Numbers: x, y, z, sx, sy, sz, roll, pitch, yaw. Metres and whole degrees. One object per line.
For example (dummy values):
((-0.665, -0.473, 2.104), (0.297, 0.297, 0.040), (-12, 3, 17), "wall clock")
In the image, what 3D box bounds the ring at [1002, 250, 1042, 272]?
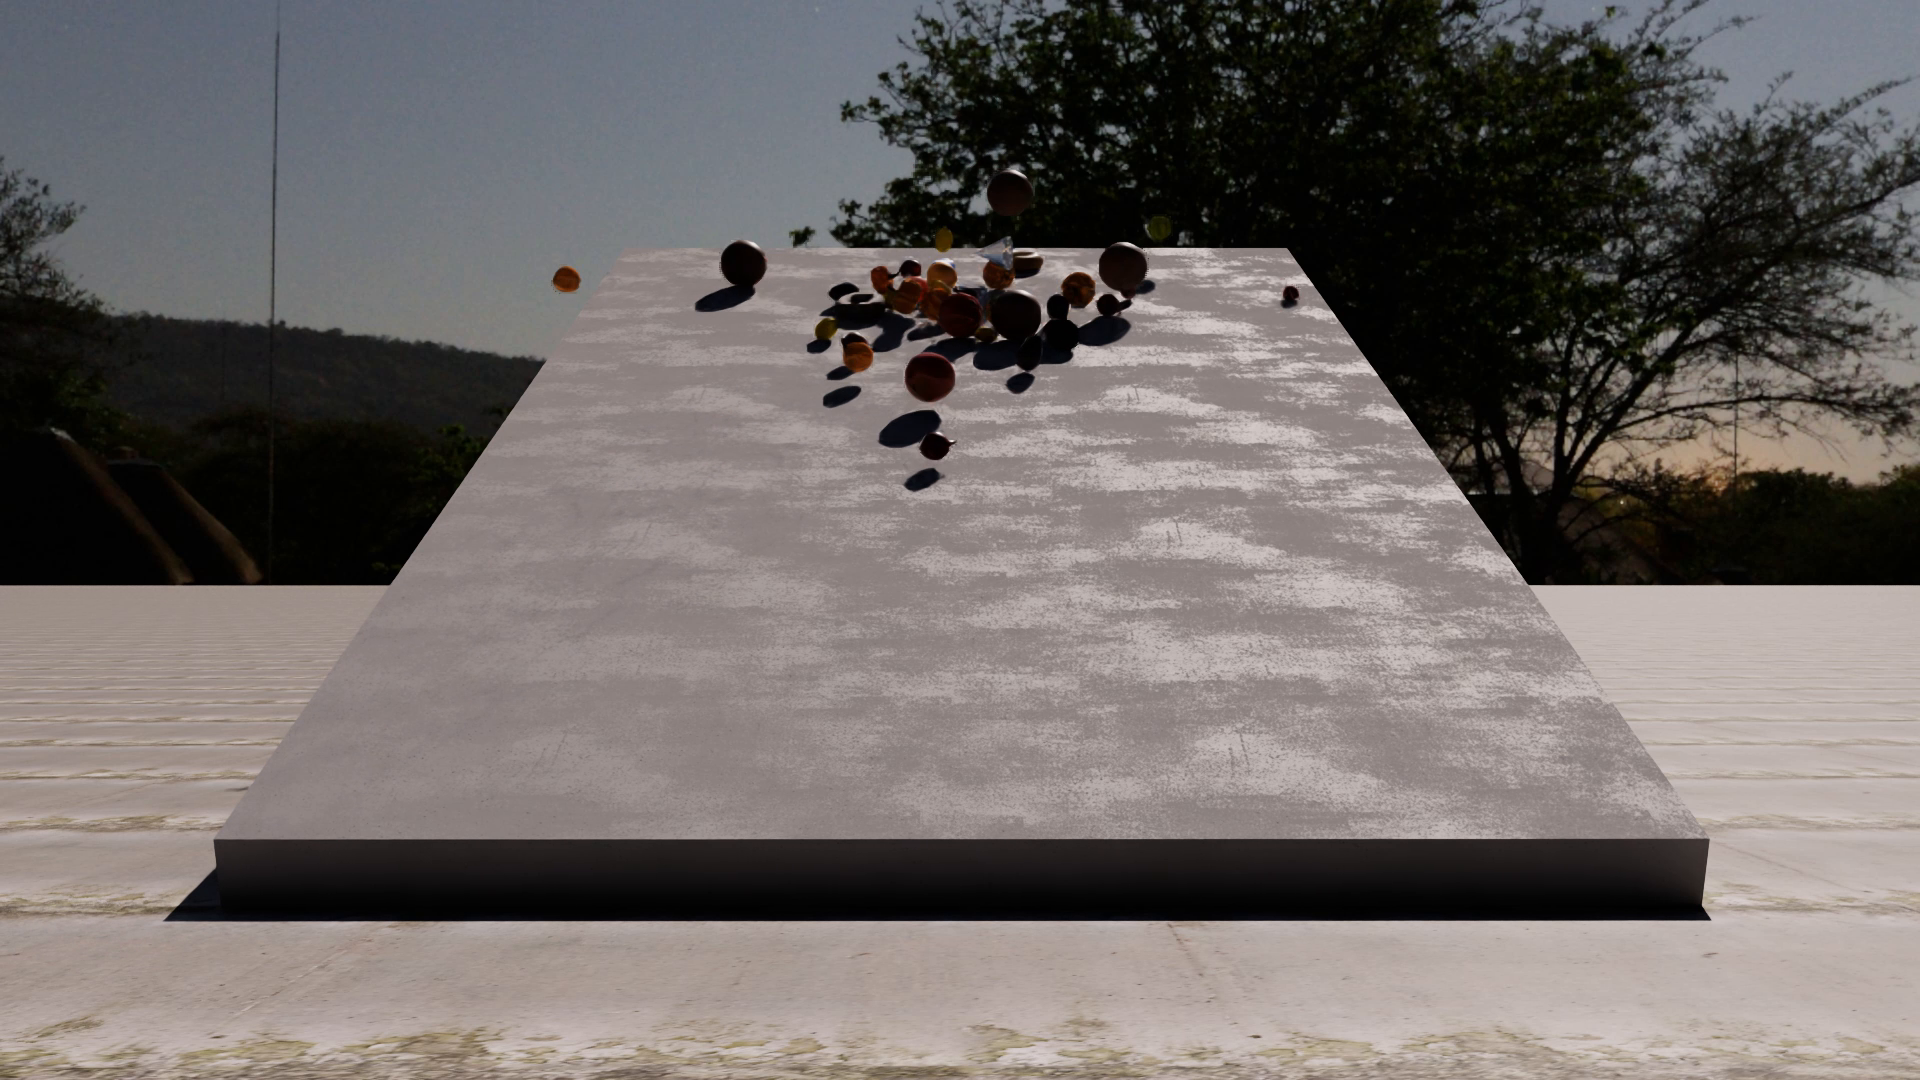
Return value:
((0.175, -0.809, 6.507), (0.130, 0.043, 0.130), (1, 18, 0), "ring")

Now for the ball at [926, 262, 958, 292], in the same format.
((-0.051, -0.722, 6.179), (0.086, 0.086, 0.086), (0, -1, 0), "ball")

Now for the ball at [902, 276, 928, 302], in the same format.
((-0.118, -0.664, 5.942), (0.070, 0.070, 0.070), (0, -1, 0), "ball")

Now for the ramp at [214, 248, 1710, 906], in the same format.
((-0.004, -0.194, 4.913), (2.000, 0.100, 4.000), (0, 19, 0), "ramp")

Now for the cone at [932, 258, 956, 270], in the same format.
((-0.061, -0.763, 6.261), (0.077, 0.077, 0.077), (0, -16, 22), "cone")

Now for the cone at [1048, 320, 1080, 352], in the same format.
((0.259, -0.501, 5.608), (0.081, 0.081, 0.081), (0, -8, 3), "cone")

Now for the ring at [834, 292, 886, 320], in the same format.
((-0.263, -0.616, 5.920), (0.139, 0.046, 0.139), (-5, 25, 2), "ring")

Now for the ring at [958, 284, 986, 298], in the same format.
((0.034, -0.682, 6.154), (0.080, 0.027, 0.080), (5, 21, -2), "ring")
